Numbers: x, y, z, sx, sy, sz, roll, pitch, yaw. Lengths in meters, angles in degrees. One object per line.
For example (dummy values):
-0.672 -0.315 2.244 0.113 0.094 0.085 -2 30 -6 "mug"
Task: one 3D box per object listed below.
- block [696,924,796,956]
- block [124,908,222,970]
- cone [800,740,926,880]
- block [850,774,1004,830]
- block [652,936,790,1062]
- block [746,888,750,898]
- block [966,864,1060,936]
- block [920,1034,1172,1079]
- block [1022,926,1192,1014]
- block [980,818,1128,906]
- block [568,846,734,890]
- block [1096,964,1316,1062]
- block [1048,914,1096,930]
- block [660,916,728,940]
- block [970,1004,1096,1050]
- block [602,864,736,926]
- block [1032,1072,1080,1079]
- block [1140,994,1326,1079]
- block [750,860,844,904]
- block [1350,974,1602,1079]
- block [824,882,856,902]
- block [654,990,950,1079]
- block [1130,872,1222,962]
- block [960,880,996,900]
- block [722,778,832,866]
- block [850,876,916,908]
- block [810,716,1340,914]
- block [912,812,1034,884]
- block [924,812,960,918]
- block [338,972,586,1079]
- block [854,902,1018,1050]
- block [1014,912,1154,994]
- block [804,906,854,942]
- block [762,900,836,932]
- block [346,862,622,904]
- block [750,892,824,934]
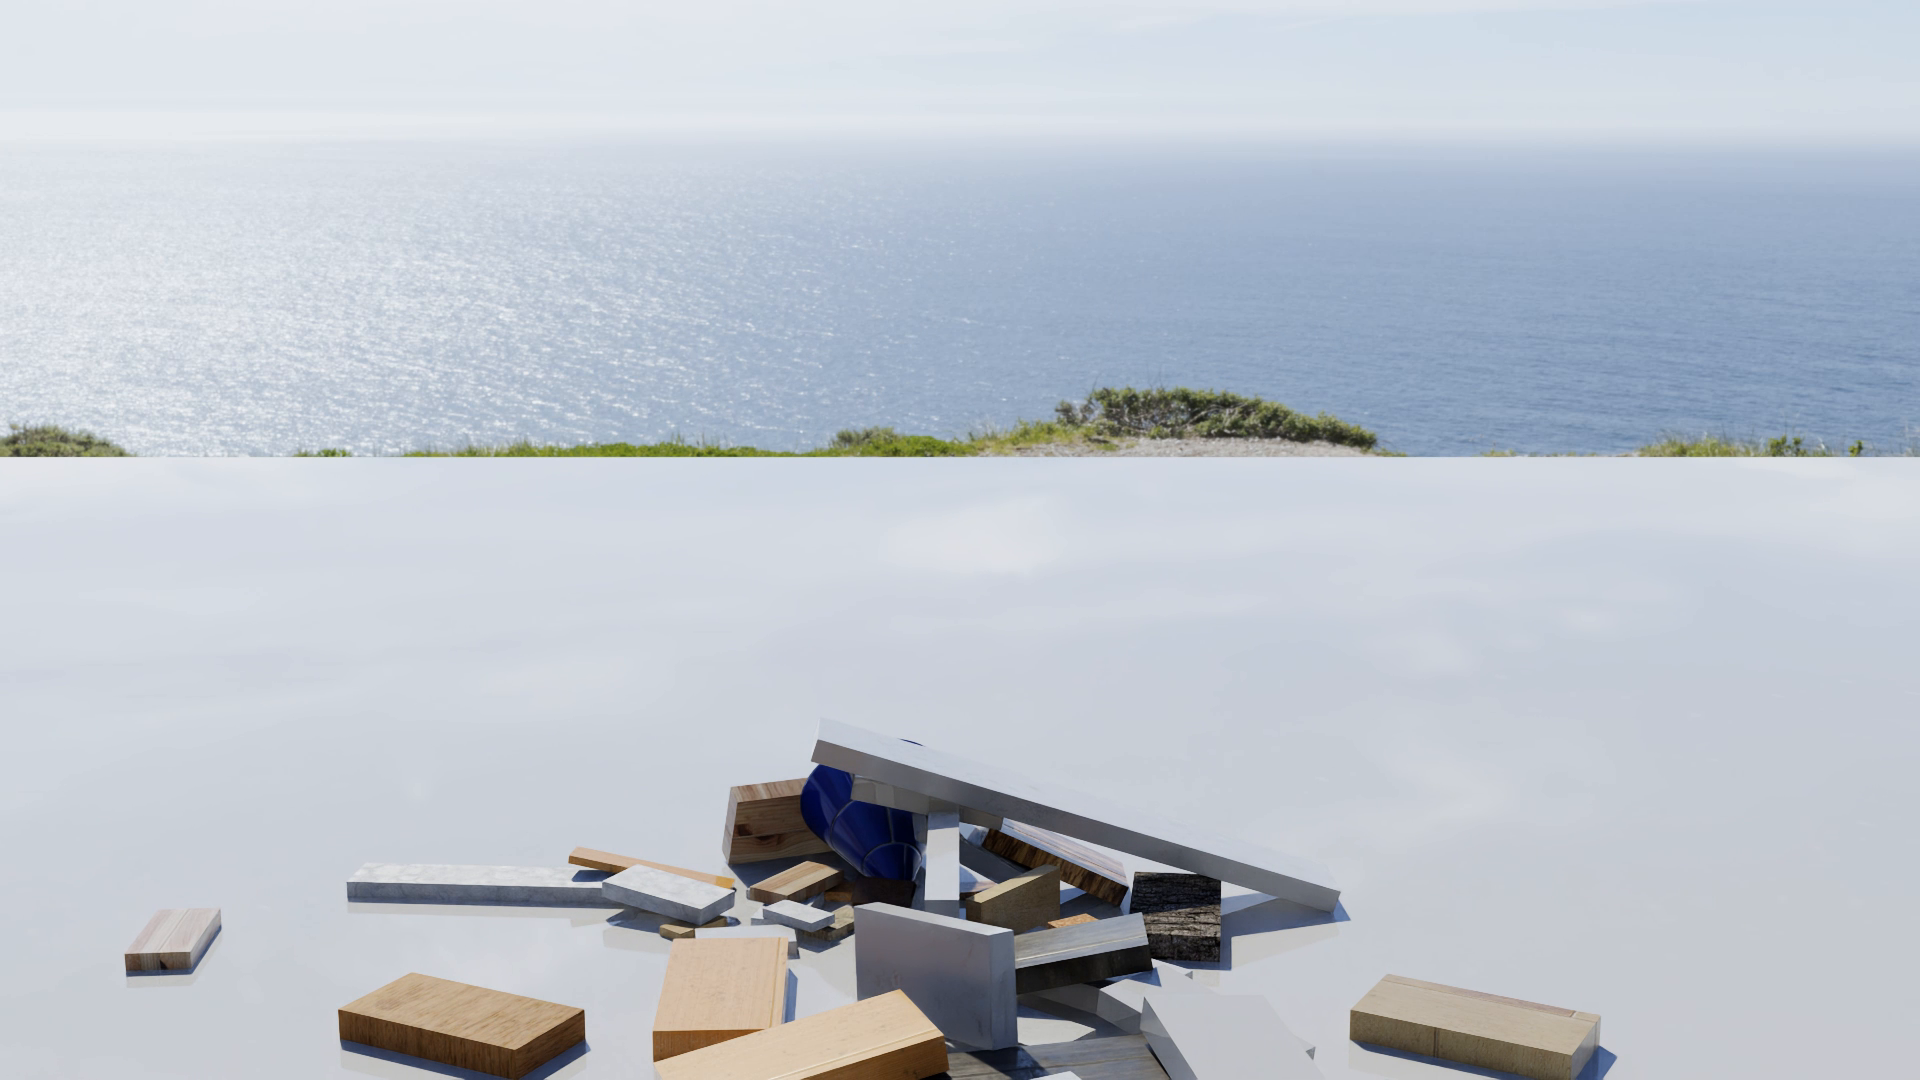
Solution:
-0.334 0.625 3.422 0.154 0.022 0.077 -1 11 -8 "block"
-1.224 0.621 3.428 0.097 0.027 0.193 -1 11 -5 "block"
-0.120 0.522 3.709 0.266 0.266 0.266 -2 37 -12 "cone"
-0.052 0.418 3.627 0.250 0.035 0.125 12 10 -2 "block"
-0.339 0.659 3.165 0.174 0.049 0.347 0 11 -3 "block"
-0.309 0.581 3.679 0.050 0.014 0.099 6 12 30 "block"
0.084 0.583 3.425 0.029 0.103 0.206 8 13 37 "block"
0.105 0.715 2.863 0.339 0.048 0.170 -3 11 -14 "block"
0.185 0.644 3.265 0.287 0.041 0.144 9 14 39 "block"
0.155 0.523 3.656 0.250 0.035 0.125 24 9 -5 "block"
-0.516 0.555 3.684 0.275 0.014 0.050 11 11 4 "block"
0.334 0.671 3.013 0.136 0.039 0.273 -10 23 -43 "block"
0.203 0.602 3.322 0.073 0.021 0.146 -7 12 -32 "block"
-0.424 0.614 3.499 0.049 0.014 0.099 9 14 41 "block"
0.076 0.686 3.072 0.206 0.029 0.103 9 14 40 "block"
-0.473 0.574 3.564 0.194 0.027 0.097 10 14 26 "block"
0.149 0.713 2.664 0.103 0.029 0.247 -5 12 -26 "block"
0.365 0.684 2.813 0.170 0.048 0.339 2 15 -14 "block"
-0.267 0.566 3.618 0.077 0.022 0.154 7 13 33 "block"
0.718 0.680 3.067 0.309 0.044 0.154 6 12 29 "block"
-0.220 0.584 3.660 0.107 0.015 0.054 1 11 7 "block"
-0.208 0.686 2.866 0.347 0.049 0.174 -13 13 -18 "block"
0.344 0.599 3.512 0.144 0.041 0.287 1 11 7 "block"
0.013 0.584 3.661 0.099 0.014 0.050 -2 11 -10 "block"
-0.266 0.483 3.844 0.287 0.144 0.041 -5 36 -23 "block"
-0.126 0.580 3.606 0.099 0.014 0.049 3 52 16 "block"
0.188 0.449 3.599 0.886 0.039 0.136 17 10 -5 "block"
0.040 0.516 3.626 0.250 0.035 0.125 30 9 -9 "block"
-0.026 0.561 3.350 0.049 0.174 0.410 0 11 0 "block"
-0.697 0.677 3.078 0.309 0.044 0.154 5 12 26 "block"
-0.038 0.602 3.054 0.044 0.154 0.309 -3 2 -38 "block"
0.137 0.605 3.186 0.273 0.039 0.136 -11 9 2 "block"
-0.195 0.612 3.508 0.054 0.015 0.107 7 13 35 "block"
-0.256 0.595 3.482 0.107 0.015 0.054 9 14 39 "block"
-0.774 0.574 3.679 0.482 0.027 0.097 1 11 4 "block"
-0.278 0.599 3.561 0.077 0.022 0.154 2 11 12 "block"
